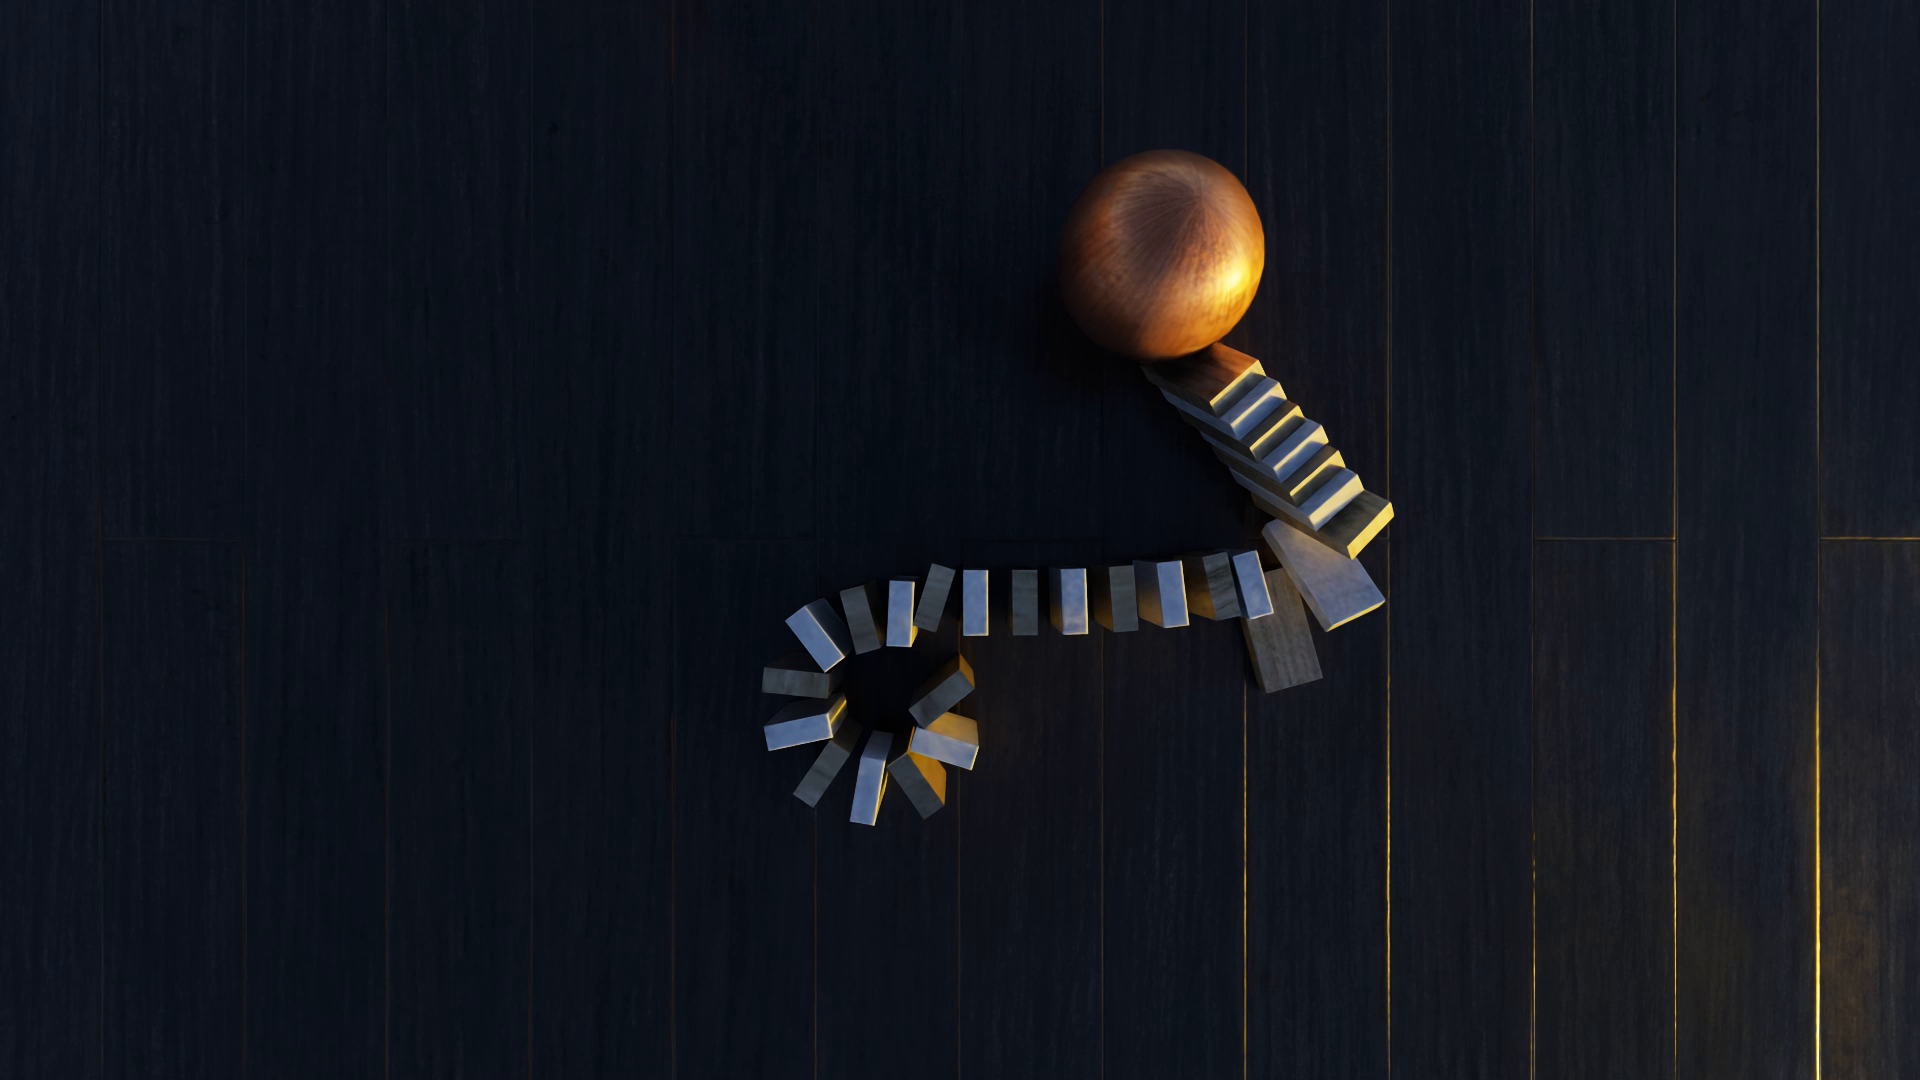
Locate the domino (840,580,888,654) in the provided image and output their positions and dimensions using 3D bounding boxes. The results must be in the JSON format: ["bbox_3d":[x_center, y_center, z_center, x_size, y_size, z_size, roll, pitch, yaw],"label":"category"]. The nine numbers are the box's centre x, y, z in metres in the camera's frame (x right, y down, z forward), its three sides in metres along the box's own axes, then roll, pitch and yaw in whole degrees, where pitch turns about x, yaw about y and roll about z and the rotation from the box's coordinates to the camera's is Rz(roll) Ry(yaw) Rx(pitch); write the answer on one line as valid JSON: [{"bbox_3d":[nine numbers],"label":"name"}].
[{"bbox_3d":[-0.038,0.031,0.375,0.010,0.050,0.025,-15,90,0],"label":"domino"}]

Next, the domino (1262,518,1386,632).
[{"bbox_3d":[0.152,0.011,0.385,0.025,0.009,0.050,-24,67,-6],"label":"domino"}]

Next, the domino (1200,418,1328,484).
[{"bbox_3d":[0.123,-0.044,0.377,0.025,0.050,0.009,-41,126,0],"label":"domino"}]

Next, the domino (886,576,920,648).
[{"bbox_3d":[-0.023,0.028,0.375,0.009,0.050,0.025,3,90,0],"label":"domino"}]

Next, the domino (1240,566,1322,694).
[{"bbox_3d":[0.136,0.038,0.395,0.025,0.010,0.050,-15,90,0],"label":"domino"}]

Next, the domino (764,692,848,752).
[{"bbox_3d":[-0.062,0.073,0.375,0.025,0.050,0.009,-12,90,0],"label":"domino"}]

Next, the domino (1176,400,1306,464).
[{"bbox_3d":[0.114,-0.052,0.377,0.025,0.050,0.009,-41,126,0],"label":"domino"}]

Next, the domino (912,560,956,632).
[{"bbox_3d":[-0.010,0.022,0.375,0.009,0.050,0.025,18,90,0],"label":"domino"}]

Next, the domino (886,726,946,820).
[{"bbox_3d":[-0.017,0.094,0.375,0.009,0.050,0.025,-35,90,0],"label":"domino"}]

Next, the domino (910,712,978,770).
[{"bbox_3d":[-0.006,0.080,0.375,0.025,0.050,0.009,17,90,0],"label":"domino"}]

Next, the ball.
[{"bbox_3d":[0.078,-0.110,0.360,0.080,0.080,0.080,0,90,0],"label":"ball"}]

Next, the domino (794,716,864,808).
[{"bbox_3d":[-0.053,0.089,0.375,0.009,0.050,0.025,35,90,0],"label":"domino"}]

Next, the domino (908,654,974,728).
[{"bbox_3d":[-0.007,0.061,0.375,0.025,0.050,0.009,-38,90,0],"label":"domino"}]

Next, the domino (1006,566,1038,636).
[{"bbox_3d":[0.025,0.024,0.375,0.010,0.050,0.025,-1,90,0],"label":"domino"}]

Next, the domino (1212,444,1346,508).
[{"bbox_3d":[0.130,-0.034,0.377,0.025,0.050,0.009,-41,126,0],"label":"domino"}]

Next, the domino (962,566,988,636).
[{"bbox_3d":[0.006,0.024,0.375,0.010,0.050,0.025,0,90,0],"label":"domino"}]

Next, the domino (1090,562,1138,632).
[{"bbox_3d":[0.063,0.022,0.375,0.009,0.050,0.025,-4,90,0],"label":"domino"}]

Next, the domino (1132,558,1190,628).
[{"bbox_3d":[0.081,0.021,0.375,0.009,0.050,0.025,-7,90,0],"label":"domino"}]

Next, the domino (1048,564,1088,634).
[{"bbox_3d":[0.044,0.024,0.375,0.010,0.050,0.025,-2,90,0],"label":"domino"}]

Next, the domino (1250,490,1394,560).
[{"bbox_3d":[0.148,-0.015,0.378,0.025,0.050,0.009,-44,134,-5],"label":"domino"}]

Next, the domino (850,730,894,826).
[{"bbox_3d":[-0.035,0.096,0.375,0.009,0.050,0.025,10,90,0],"label":"domino"}]

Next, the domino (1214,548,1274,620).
[{"bbox_3d":[0.112,0.017,0.375,0.009,0.050,0.025,-15,90,0],"label":"domino"}]

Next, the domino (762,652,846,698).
[{"bbox_3d":[-0.063,0.055,0.375,0.025,0.050,0.010,6,90,0],"label":"domino"}]

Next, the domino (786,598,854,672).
[{"bbox_3d":[-0.056,0.038,0.375,0.009,0.050,0.025,-38,90,0],"label":"domino"}]

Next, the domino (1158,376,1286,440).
[{"bbox_3d":[0.107,-0.061,0.377,0.025,0.050,0.009,-41,126,0],"label":"domino"}]

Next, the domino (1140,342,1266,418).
[{"bbox_3d":[0.099,-0.070,0.377,0.025,0.050,0.009,-41,126,0],"label":"domino"}]

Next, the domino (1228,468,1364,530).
[{"bbox_3d":[0.137,-0.025,0.377,0.025,0.050,0.009,-41,126,0],"label":"domino"}]

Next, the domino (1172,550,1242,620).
[{"bbox_3d":[0.100,0.018,0.375,0.010,0.050,0.025,-13,90,0],"label":"domino"}]
